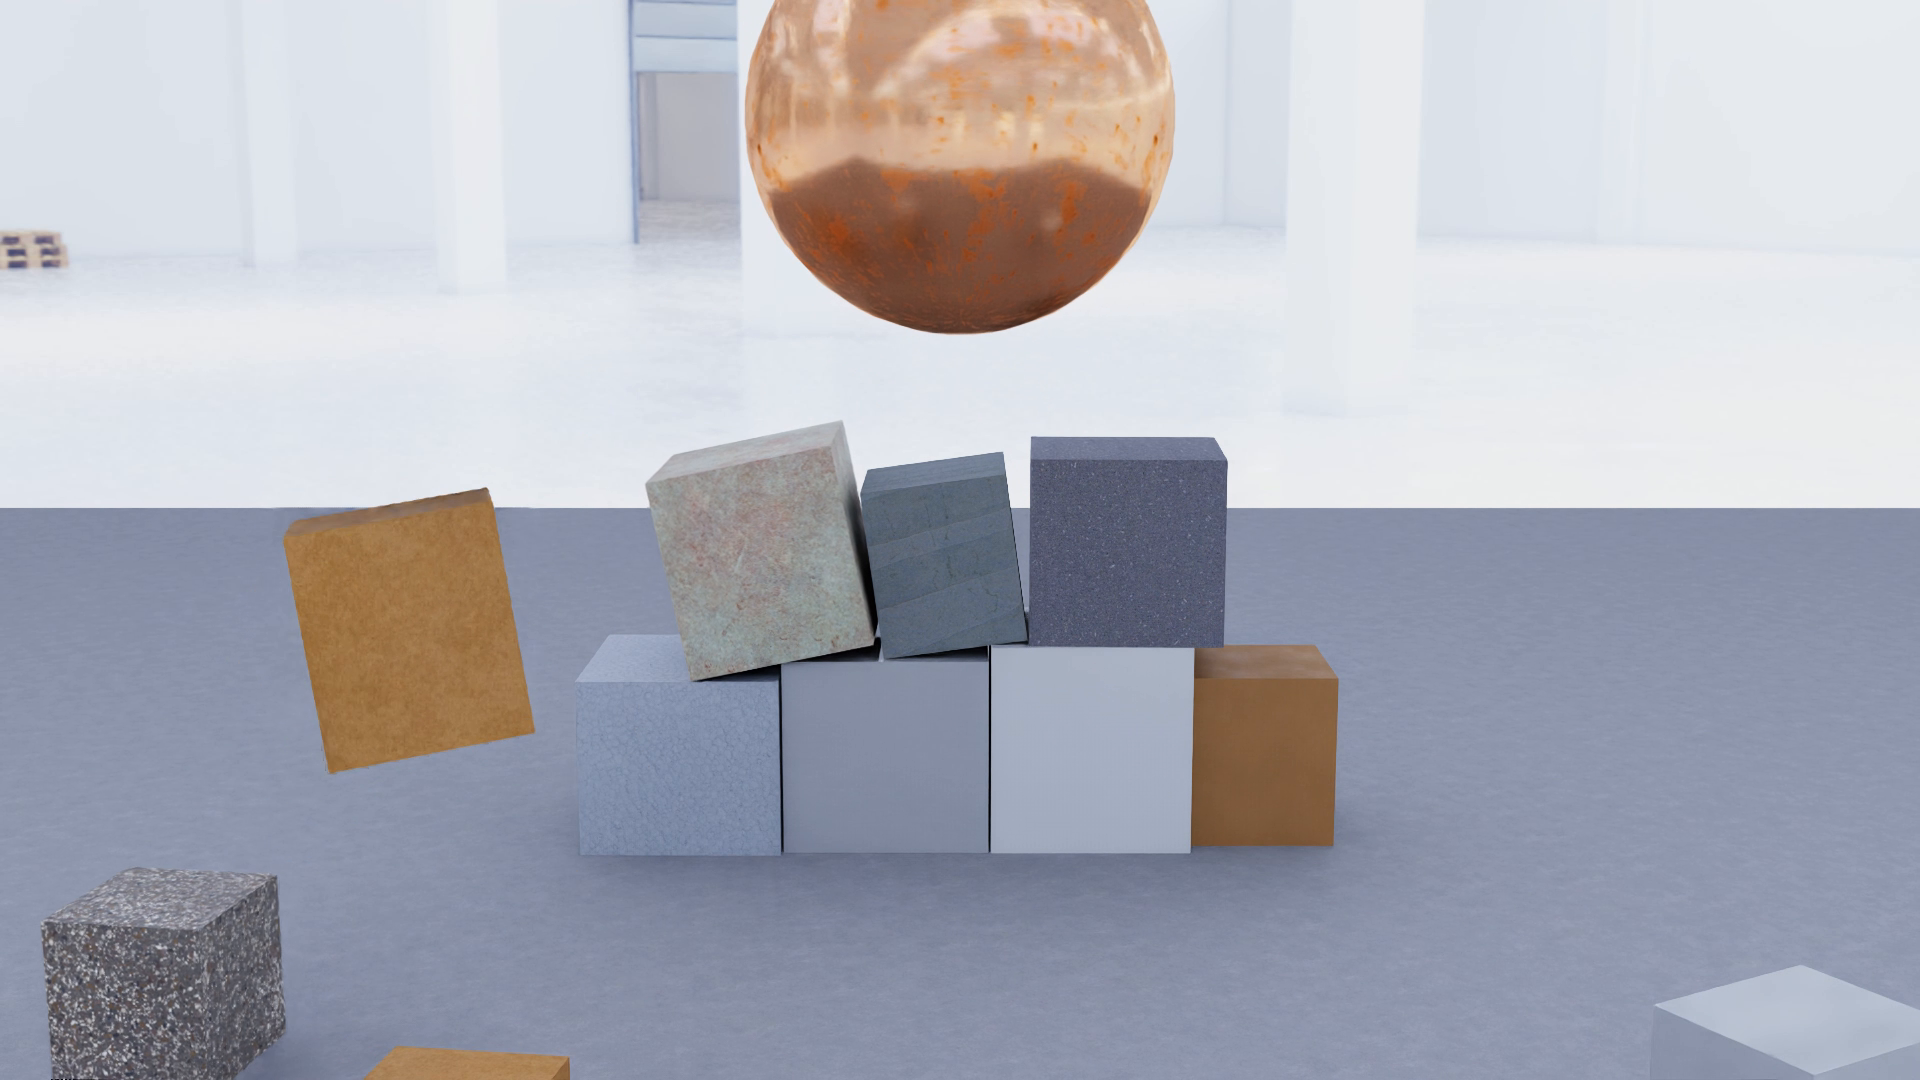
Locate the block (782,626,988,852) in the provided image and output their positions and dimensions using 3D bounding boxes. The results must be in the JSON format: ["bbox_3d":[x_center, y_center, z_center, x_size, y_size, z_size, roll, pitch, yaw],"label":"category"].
[{"bbox_3d":[-0.368,0.992,11.378,1.020,0.977,0.982,0,10,0],"label":"block"}]

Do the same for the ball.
[{"bbox_3d":[0.000,-1.565,8.161,1.600,1.600,1.600,0,10,0],"label":"ball"}]

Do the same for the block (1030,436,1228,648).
[{"bbox_3d":[0.832,-0.006,11.142,0.955,0.929,0.845,0,10,2],"label":"block"}]

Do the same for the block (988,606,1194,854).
[{"bbox_3d":[0.652,0.960,11.353,0.996,1.049,0.973,0,10,0],"label":"block"}]

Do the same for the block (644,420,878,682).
[{"bbox_3d":[-0.968,0.030,11.172,0.916,1.001,1.024,-11,10,2],"label":"block"}]

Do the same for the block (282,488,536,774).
[{"bbox_3d":[-2.044,0.314,8.198,0.734,0.859,0.689,-11,8,-12],"label":"block"}]

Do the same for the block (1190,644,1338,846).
[{"bbox_3d":[1.521,1.049,11.376,0.723,0.866,0.744,0,10,0],"label":"block"}]

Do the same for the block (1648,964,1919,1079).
[{"bbox_3d":[2.739,1.891,7.171,0.714,0.714,0.634,-6,12,-29],"label":"block"}]

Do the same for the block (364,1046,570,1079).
[{"bbox_3d":[-1.571,2.001,6.781,0.577,0.636,0.622,1,10,8],"label":"block"}]

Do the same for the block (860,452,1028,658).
[{"bbox_3d":[-0.075,0.062,11.178,0.716,0.835,0.804,-8,10,2],"label":"block"}]

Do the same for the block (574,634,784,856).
[{"bbox_3d":[-1.388,1.039,11.374,0.997,0.887,1.047,0,10,0],"label":"block"}]

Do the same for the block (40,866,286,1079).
[{"bbox_3d":[-3.045,1.687,8.454,0.624,0.656,0.631,2,10,9],"label":"block"}]
